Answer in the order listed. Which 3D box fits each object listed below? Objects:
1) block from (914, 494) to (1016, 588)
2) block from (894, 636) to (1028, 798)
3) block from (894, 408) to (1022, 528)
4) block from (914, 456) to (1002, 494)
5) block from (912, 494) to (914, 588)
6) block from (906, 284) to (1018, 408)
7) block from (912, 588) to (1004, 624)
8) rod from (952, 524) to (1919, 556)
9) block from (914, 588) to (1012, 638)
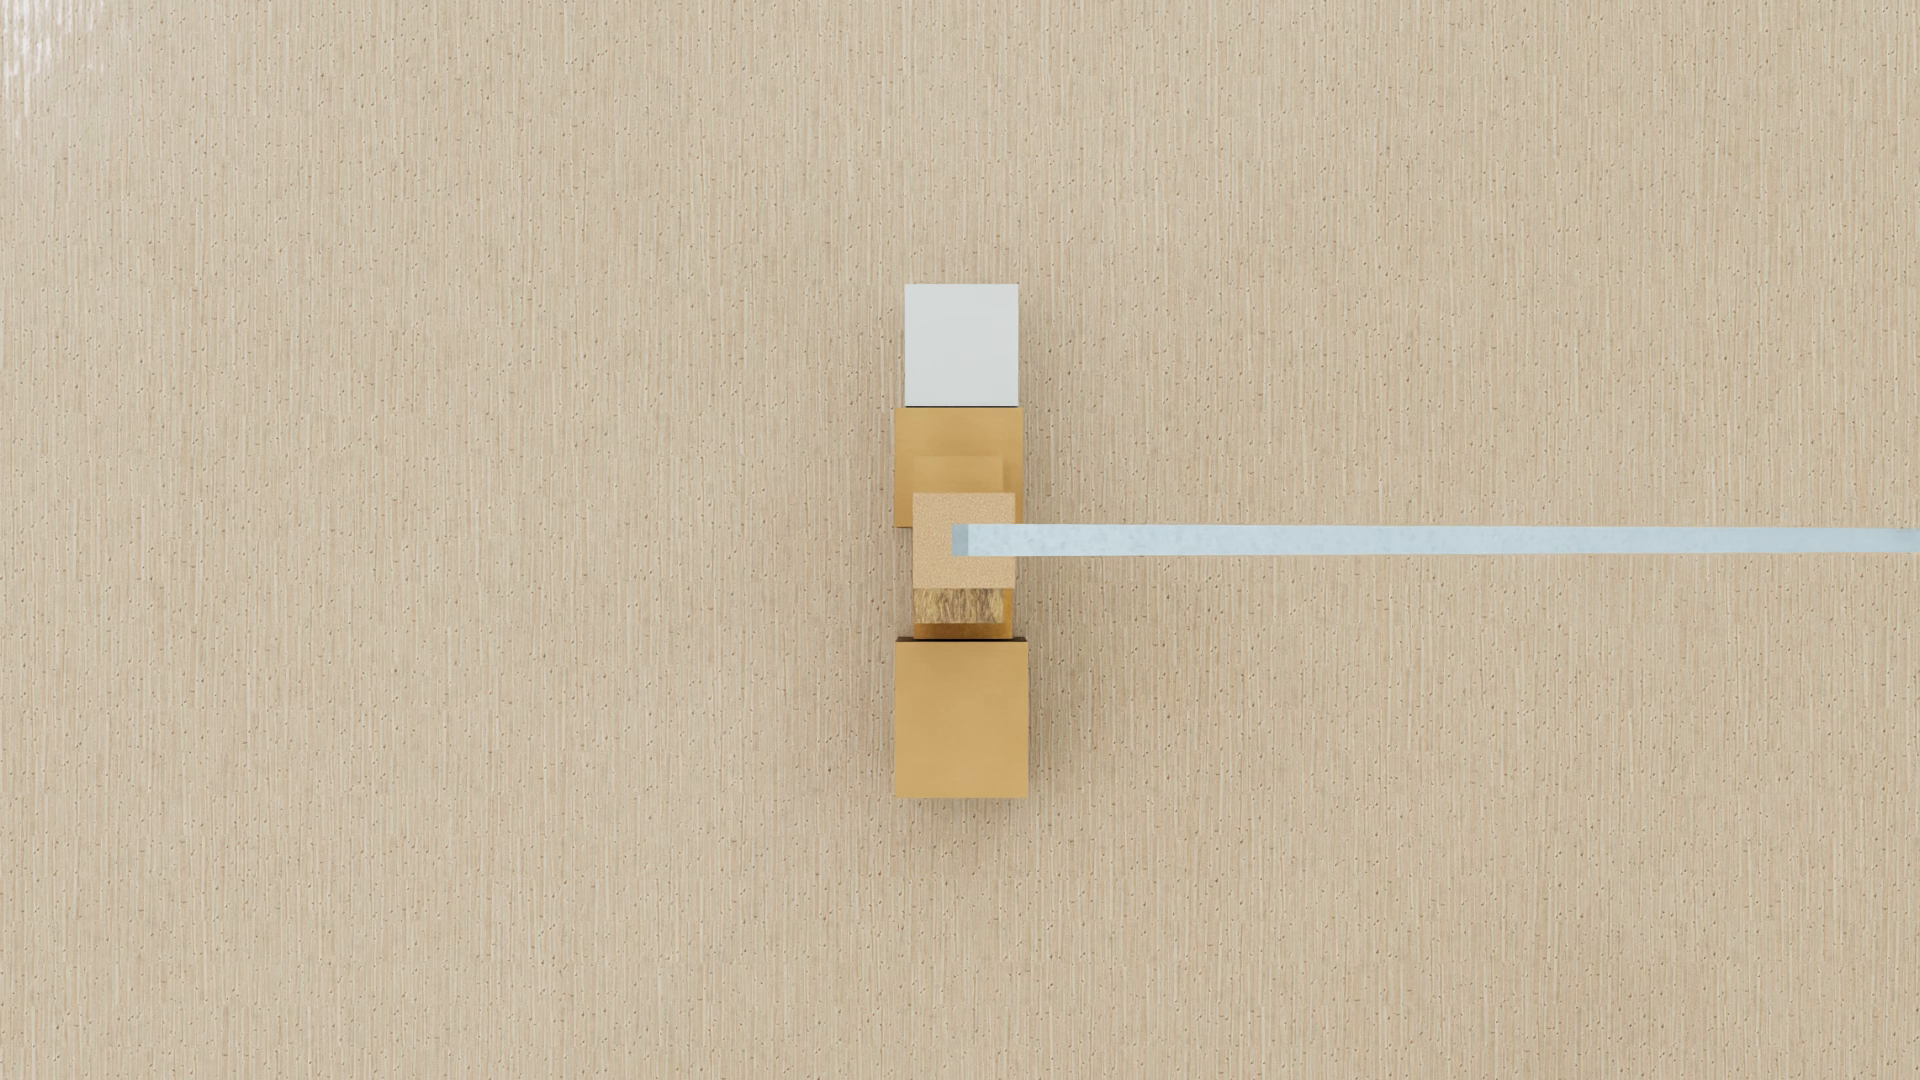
[{"bbox_3d":[0.019,0.003,10.723,0.487,0.478,0.454,0,90,0],"label":"block"},{"bbox_3d":[0.008,1.006,12.648,0.744,0.704,0.872,0,90,0],"label":"block"},{"bbox_3d":[-0.006,-0.409,12.683,0.720,0.634,0.671,0,90,0],"label":"block"},{"bbox_3d":[-0.009,-0.230,12.083,0.476,0.565,0.445,0,90,0],"label":"block"},{"bbox_3d":[0.000,0.002,11.197,0.469,0.471,0.469,0,90,0],"label":"block"},{"bbox_3d":[0.010,-1.098,12.694,0.636,0.613,0.688,0,90,0],"label":"block"},{"bbox_3d":[-0.010,0.228,12.205,0.492,0.519,0.450,0,90,0],"label":"block"},{"bbox_3d":[2.212,0.000,6.856,5.200,0.080,0.080,0,90,-32],"label":"rod"},{"bbox_3d":[0.018,0.249,12.732,0.558,0.536,0.624,0,90,0],"label":"block"}]
